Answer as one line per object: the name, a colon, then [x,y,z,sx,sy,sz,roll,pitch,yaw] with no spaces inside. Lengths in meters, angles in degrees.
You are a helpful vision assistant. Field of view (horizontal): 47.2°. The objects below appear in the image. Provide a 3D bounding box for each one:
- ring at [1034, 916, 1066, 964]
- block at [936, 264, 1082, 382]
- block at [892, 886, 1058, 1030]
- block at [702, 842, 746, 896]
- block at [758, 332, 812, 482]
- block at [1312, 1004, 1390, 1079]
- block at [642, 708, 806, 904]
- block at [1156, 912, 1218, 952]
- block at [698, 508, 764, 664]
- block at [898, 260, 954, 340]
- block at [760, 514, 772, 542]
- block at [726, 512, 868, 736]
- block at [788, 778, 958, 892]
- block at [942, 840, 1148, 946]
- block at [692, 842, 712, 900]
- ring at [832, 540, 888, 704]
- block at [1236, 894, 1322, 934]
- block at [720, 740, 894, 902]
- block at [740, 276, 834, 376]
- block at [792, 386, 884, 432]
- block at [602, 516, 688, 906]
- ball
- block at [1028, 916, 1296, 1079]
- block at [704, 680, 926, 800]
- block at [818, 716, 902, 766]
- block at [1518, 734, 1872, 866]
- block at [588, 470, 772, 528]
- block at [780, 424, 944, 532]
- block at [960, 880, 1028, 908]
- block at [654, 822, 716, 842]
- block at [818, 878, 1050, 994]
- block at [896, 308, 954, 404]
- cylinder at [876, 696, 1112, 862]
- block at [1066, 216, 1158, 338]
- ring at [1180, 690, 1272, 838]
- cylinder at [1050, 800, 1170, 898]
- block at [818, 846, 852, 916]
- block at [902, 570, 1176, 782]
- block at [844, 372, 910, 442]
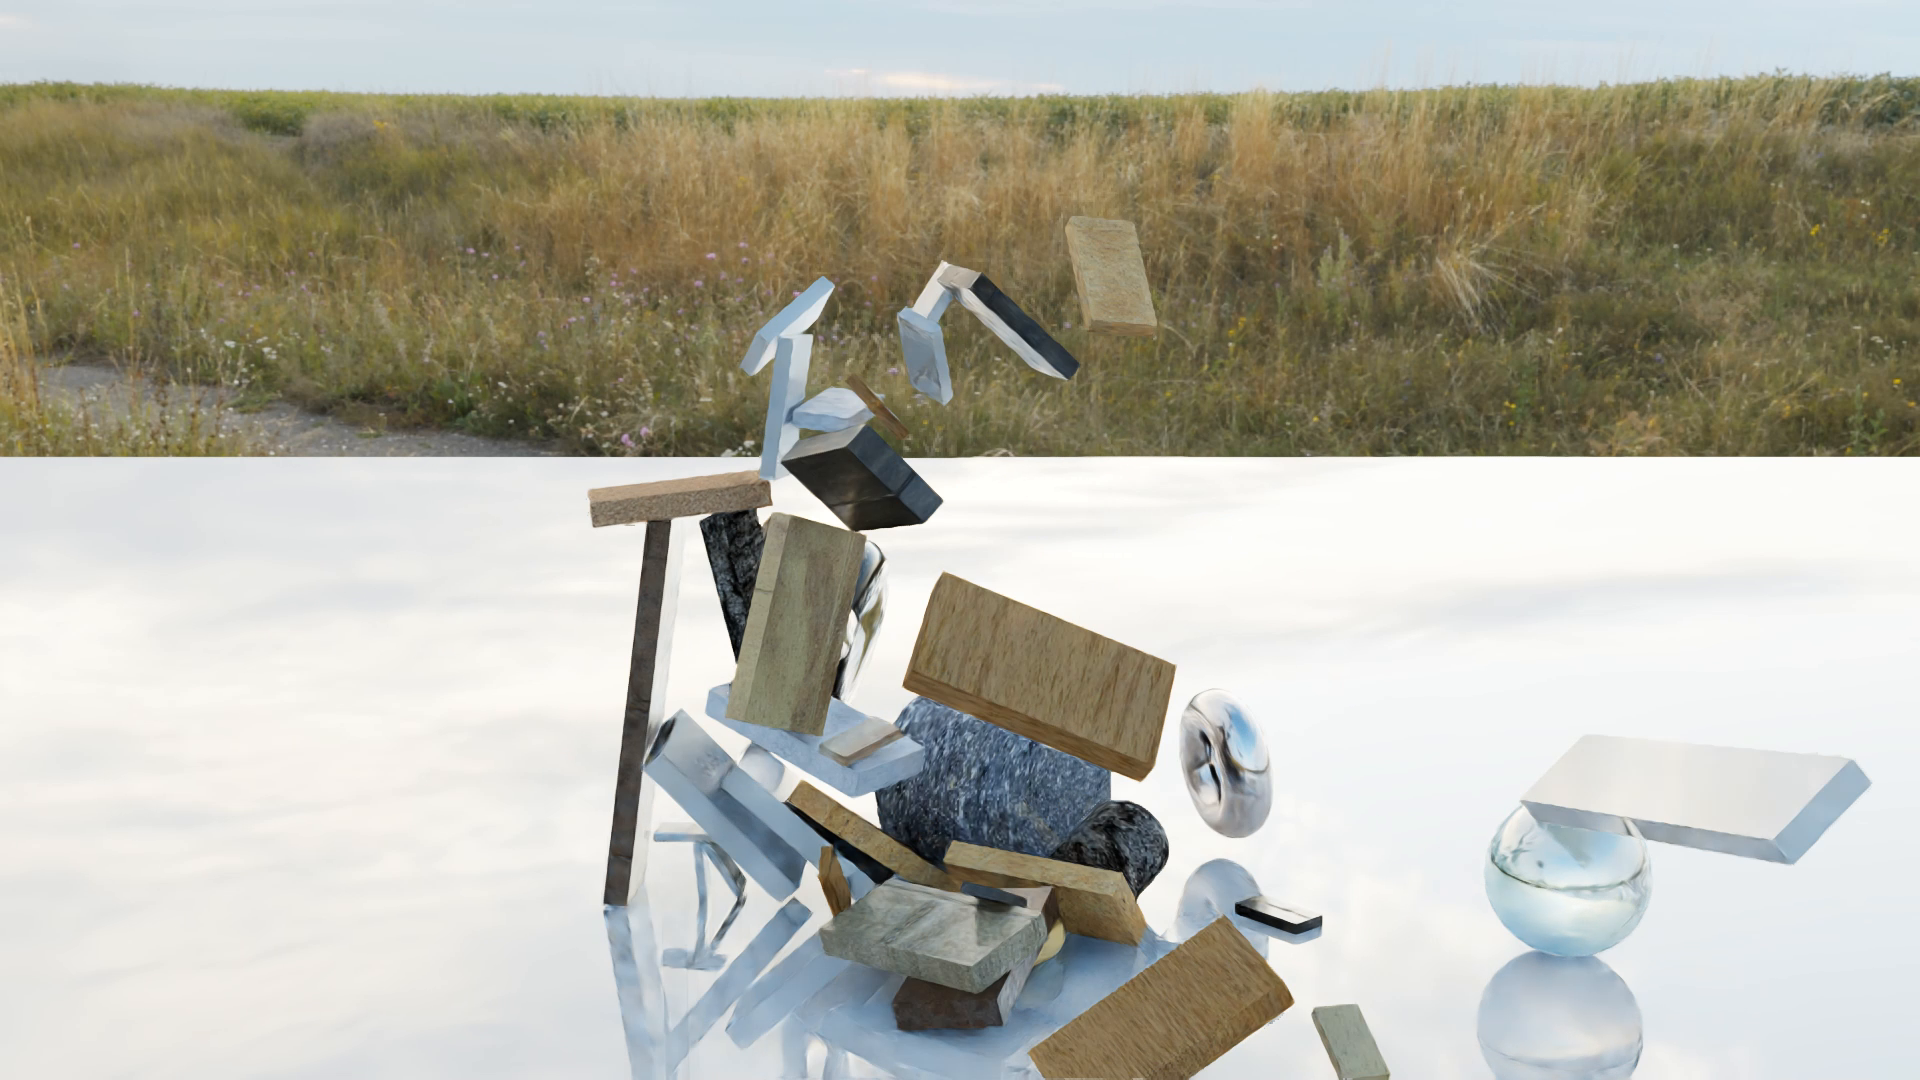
ring: [0.072,0.608,3.392,0.185,0.062,0.185,-4,12,1]
block: [0.074,-0.327,3.307,0.223,0.032,0.112,40,-6,-28]
block: [0.027,0.609,3.218,0.158,0.045,0.315,-6,19,20]
block: [-0.391,0.538,3.654,0.015,0.104,0.052,-30,12,9]
block: [-0.276,-0.212,3.484,0.026,0.226,0.093,12,12,13]
block: [0.528,0.683,2.977,0.064,0.018,0.129,-2,35,-13]
block: [-0.380,0.438,3.634,0.046,0.322,0.161,-39,14,18]
block: [0.361,0.620,3.457,0.064,0.018,0.129,5,11,23]
block: [-0.336,0.090,3.509,0.040,0.283,0.141,-12,8,18]
block: [-0.051,-0.379,3.602,0.021,0.145,0.072,22,27,-25]
block: [-0.307,0.036,3.685,0.112,0.032,0.254,17,-30,-18]
block: [-0.248,0.129,3.351,0.159,0.318,0.045,16,-5,-44]
block: [-0.130,0.497,3.581,0.298,0.042,0.149,37,-7,-26]
block: [0.133,0.556,3.459,0.298,0.149,0.042,7,53,29]
block: [-0.429,0.538,3.658,0.015,0.104,0.052,-4,10,2]
ring: [-0.218,0.160,3.799,0.115,0.345,0.345,17,13,8]
block: [0.514,0.603,3.546,0.064,0.018,0.129,-9,14,-40]
block: [-0.247,0.470,3.640,0.322,0.046,0.161,41,11,-4]
block: [-0.280,-0.348,3.576,0.026,0.093,0.186,40,50,4]
block: [-0.195,-0.209,3.544,0.093,0.026,0.186,9,18,13]
block: [-0.516,0.269,3.613,0.040,0.650,0.141,9,10,3]
ball: [0.935,0.515,3.385,0.252,0.252,0.252,0,11,0]
block: [0.256,0.626,2.822,0.315,0.045,0.158,-34,32,-7]
block: [-0.231,0.302,3.480,0.322,0.046,0.161,25,25,32]
block: [-0.152,0.308,3.374,0.059,0.017,0.119,21,33,40]
block: [0.985,0.346,3.018,0.149,0.042,0.658,-42,7,-11]
block: [-0.449,-0.067,3.508,0.283,0.040,0.141,-7,11,-10]
block: [-0.149,-0.088,3.252,0.045,0.159,0.318,-50,15,-16]
block: [0.051,0.521,3.221,0.059,0.017,0.119,9,-11,24]
block: [-0.449,0.483,3.635,0.104,0.015,0.052,-1,13,12]
block: [-0.041,0.576,3.218,0.315,0.045,0.157,4,24,44]
block: [-0.052,-0.274,3.280,0.072,0.145,0.021,32,60,32]
cylinder: [0.060,0.424,3.764,0.292,0.292,0.292,7,13,33]
block: [0.246,-0.431,3.593,0.112,0.223,0.032,3,-35,-18]
ring: [0.466,0.393,3.866,0.089,0.268,0.268,-11,13,-17]
cylinder: [0.241,0.519,3.559,0.147,0.147,0.147,6,25,30]
block: [-0.189,0.523,3.321,0.017,0.119,0.059,-7,41,10]
block: [0.103,0.172,2.770,0.326,0.045,0.159,22,52,-6]
block: [-0.129,-0.209,3.453,0.072,0.021,0.145,49,2,23]
